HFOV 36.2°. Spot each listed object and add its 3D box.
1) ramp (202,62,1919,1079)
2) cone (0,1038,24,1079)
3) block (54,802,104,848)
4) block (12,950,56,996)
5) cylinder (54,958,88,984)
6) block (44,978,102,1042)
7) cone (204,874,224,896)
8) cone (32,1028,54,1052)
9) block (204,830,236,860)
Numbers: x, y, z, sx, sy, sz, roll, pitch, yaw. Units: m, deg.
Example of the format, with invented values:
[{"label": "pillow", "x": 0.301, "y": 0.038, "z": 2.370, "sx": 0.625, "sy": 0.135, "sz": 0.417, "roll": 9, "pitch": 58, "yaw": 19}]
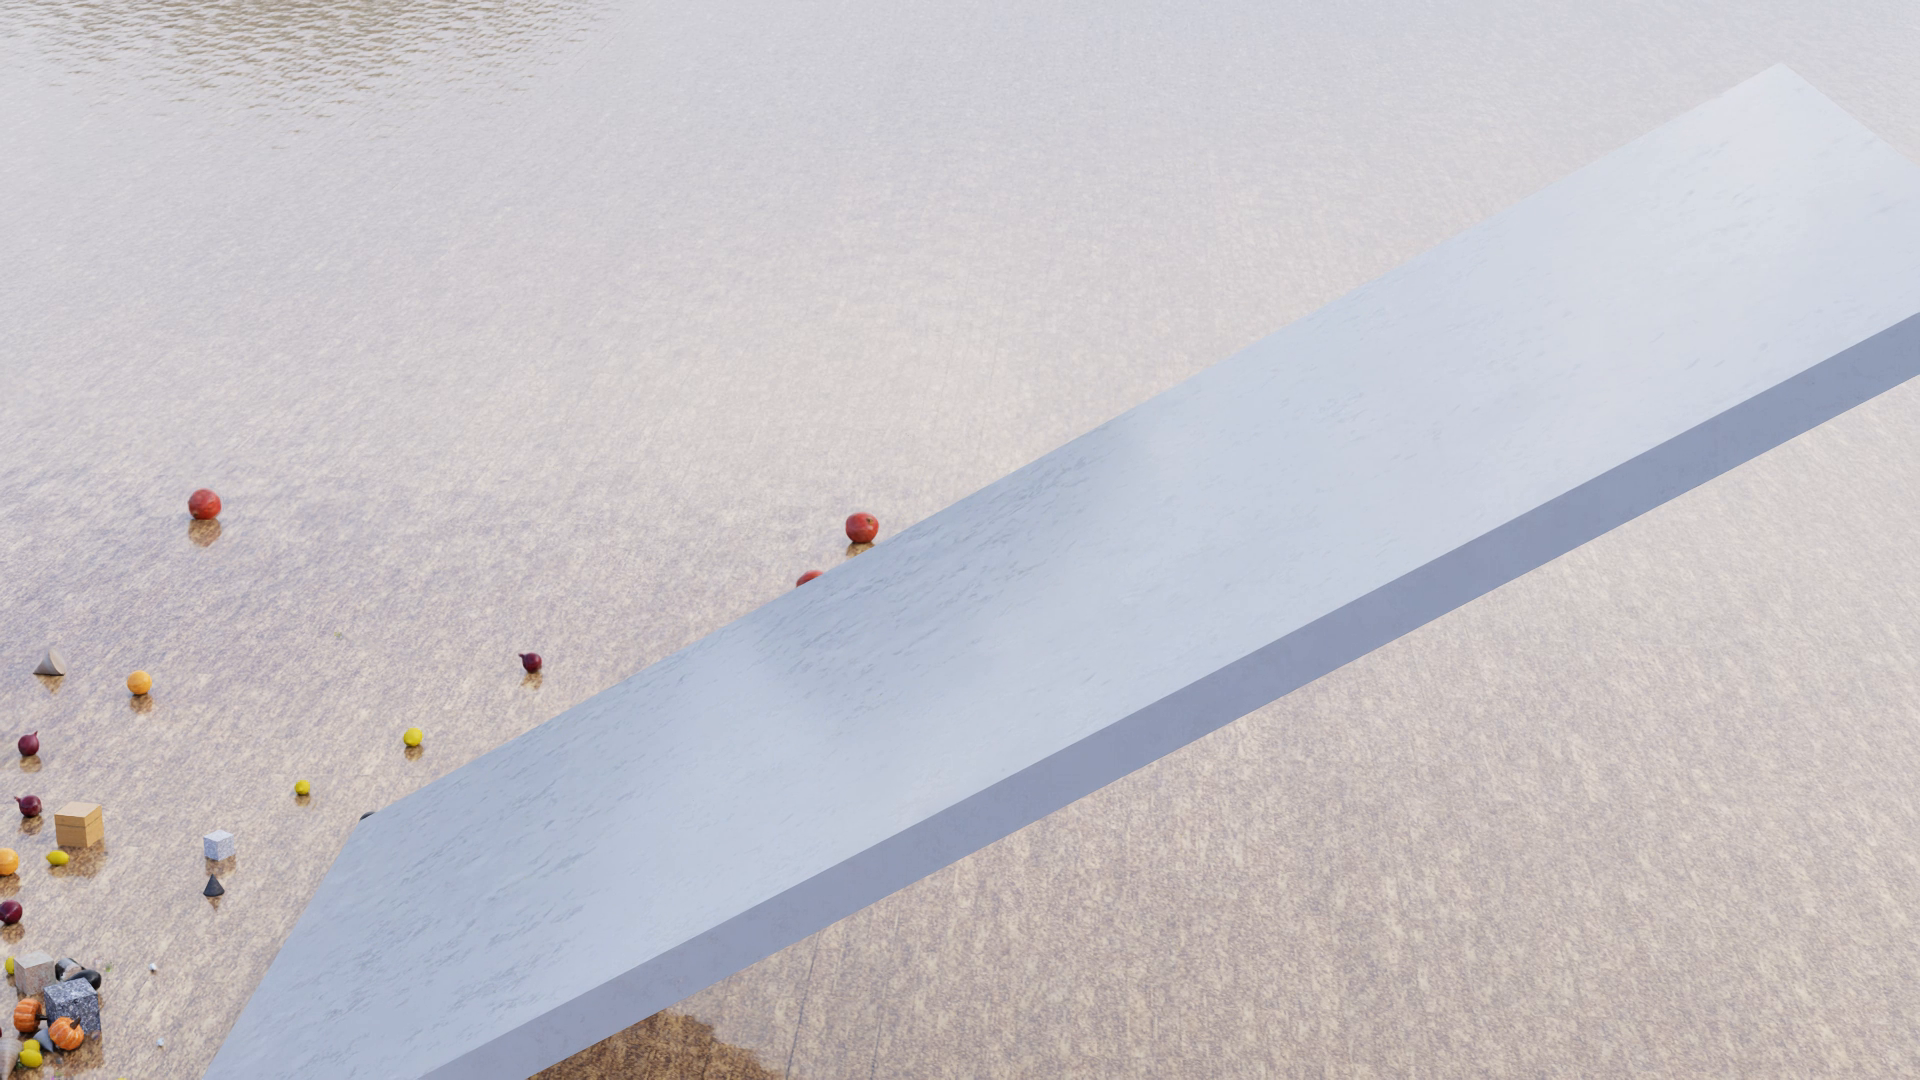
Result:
[{"label": "ramp", "x": 0.142, "y": 0.168, "z": 6.284, "sx": 4.000, "sy": 0.100, "sz": 2.000, "roll": -28, "pitch": 15, "yaw": 12}, {"label": "cone", "x": -2.120, "y": 1.168, "z": 6.514, "sx": 0.095, "sy": 0.095, "sz": 0.095, "roll": -6, "pitch": 46, "yaw": -17}, {"label": "block", "x": -2.309, "y": 0.746, "z": 7.712, "sx": 0.087, "sy": 0.087, "sz": 0.087, "roll": 4, "pitch": 19, "yaw": 13}, {"label": "block", "x": -2.177, "y": 1.018, "z": 6.921, "sx": 0.071, "sy": 0.071, "sz": 0.071, "roll": -14, "pitch": 23, "yaw": -36}, {"label": "cylinder", "x": -2.094, "y": 1.022, "z": 6.927, "sx": 0.060, "sy": 0.060, "sz": 0.060, "roll": -15, "pitch": 24, "yaw": -38}, {"label": "block", "x": -2.028, "y": 1.072, "z": 6.719, "sx": 0.096, "sy": 0.096, "sz": 0.096, "roll": -12, "pitch": 22, "yaw": -31}, {"label": "cone", "x": -1.882, "y": 0.863, "z": 7.412, "sx": 0.054, "sy": 0.054, "sz": 0.054, "roll": 0, "pitch": 18, "yaw": 0}, {"label": "cone", "x": -2.057, "y": 1.138, "z": 6.635, "sx": 0.052, "sy": 0.052, "sz": 0.052, "roll": -15, "pitch": 50, "yaw": -38}, {"label": "block", "x": -1.921, "y": 0.792, "z": 7.626, "sx": 0.055, "sy": 0.055, "sz": 0.055, "roll": 13, "pitch": 23, "yaw": 35}]
